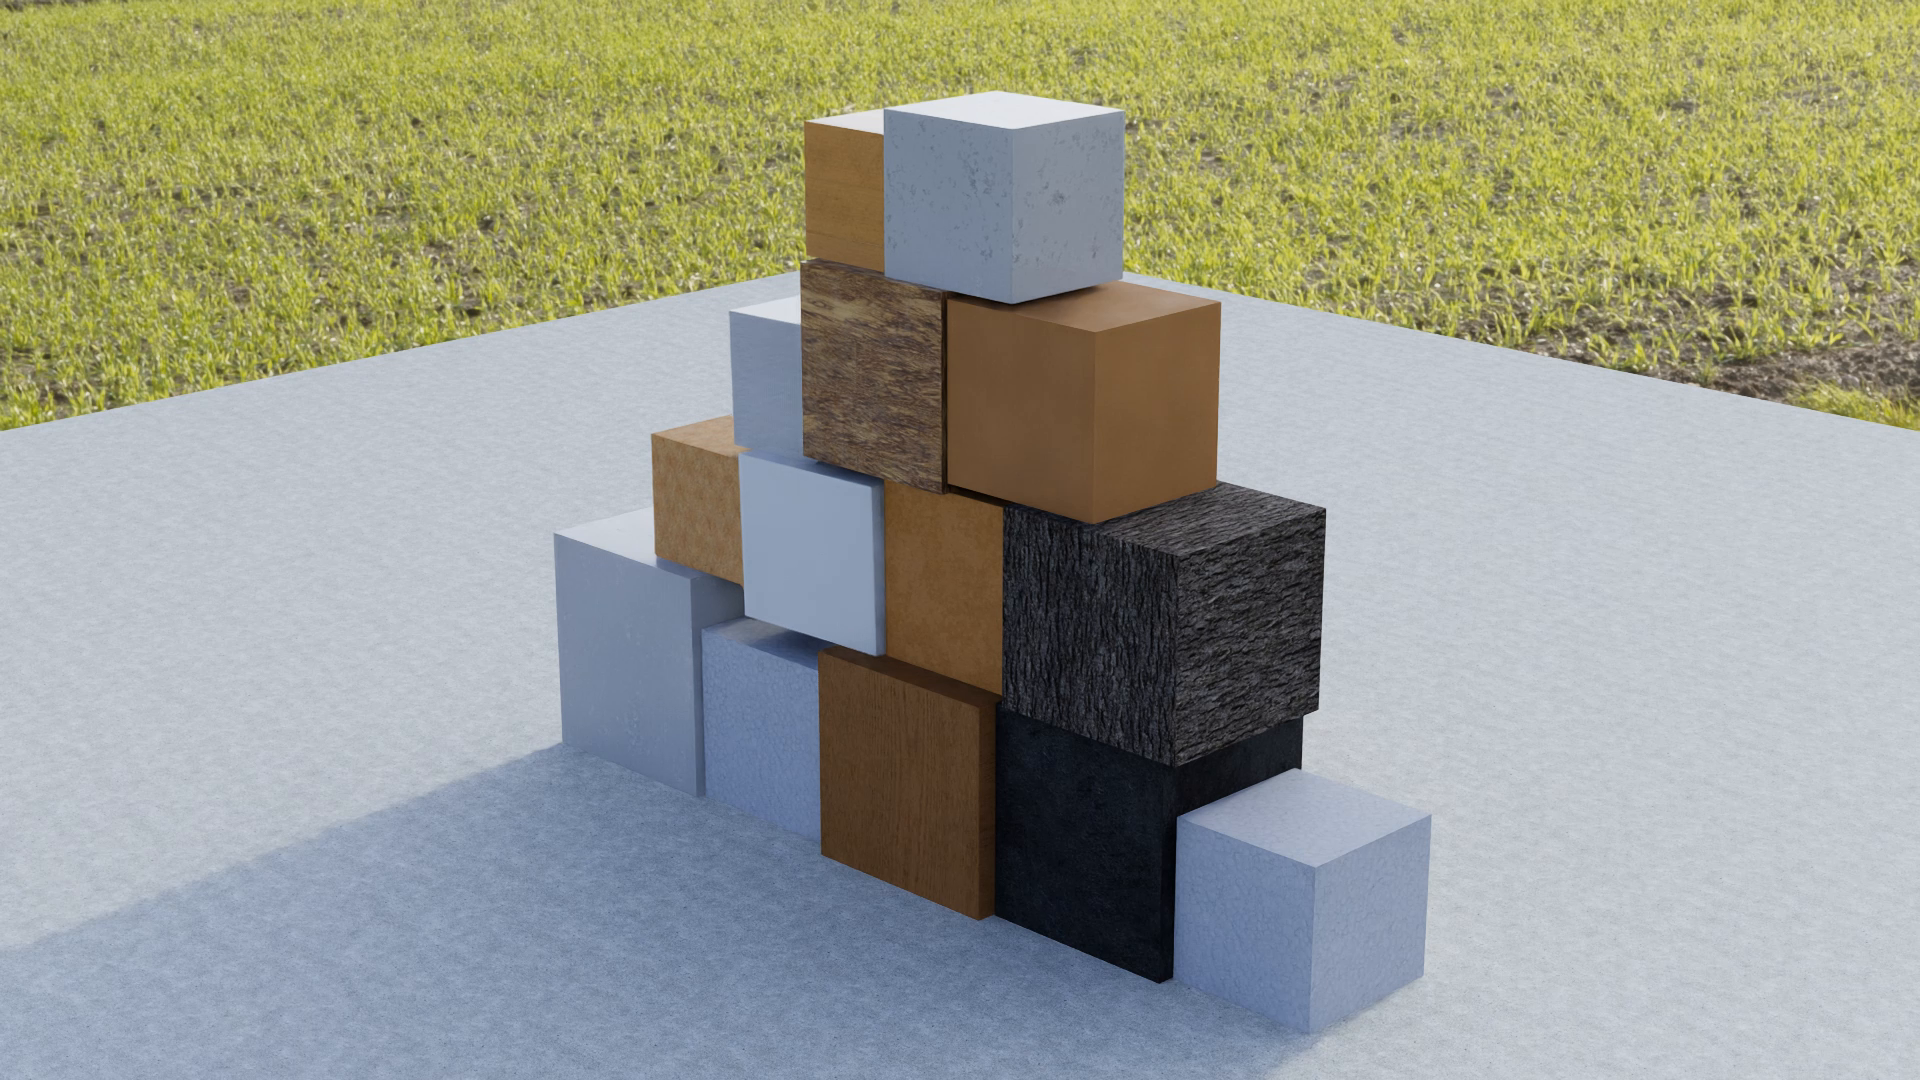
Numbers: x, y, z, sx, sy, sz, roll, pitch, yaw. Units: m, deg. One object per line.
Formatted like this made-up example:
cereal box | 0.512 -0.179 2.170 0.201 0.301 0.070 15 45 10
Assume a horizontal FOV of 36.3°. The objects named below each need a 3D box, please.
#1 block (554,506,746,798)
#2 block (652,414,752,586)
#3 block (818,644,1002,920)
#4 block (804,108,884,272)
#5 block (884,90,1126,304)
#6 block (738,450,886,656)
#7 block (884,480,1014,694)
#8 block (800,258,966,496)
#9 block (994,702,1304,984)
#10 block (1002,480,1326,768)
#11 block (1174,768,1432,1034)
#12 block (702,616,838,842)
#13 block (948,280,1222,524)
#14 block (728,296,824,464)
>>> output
block | -1.301 0.502 14.874 1.029 1.124 1.066 -17 24 -42
block | -0.992 -0.226 14.284 0.739 0.619 0.676 -17 24 -42
block | 0.116 0.977 13.556 1.126 1.007 1.033 -17 24 -42
block | -0.288 -1.574 13.127 0.579 0.607 0.566 -17 24 -42
block | 0.189 -1.492 12.648 0.692 0.735 0.772 -17 24 -42
block | -0.416 -0.026 13.766 0.824 0.794 0.904 -17 22 -42
block | 0.209 0.127 13.154 0.716 0.857 0.829 -17 24 -42
block | -0.098 -0.808 13.200 0.849 0.900 0.896 -17 24 -42
block | 0.823 1.194 12.867 0.920 1.007 0.968 -17 24 -42
block | 0.865 0.295 12.532 0.945 0.908 0.987 -17 24 -42
block | 1.436 1.502 12.332 0.777 0.740 0.731 -17 24 -42
block | -0.591 0.839 14.236 0.928 0.862 0.923 -17 24 -42
block | 0.528 -0.629 12.595 0.791 0.817 0.857 -17 24 -42
block | -0.653 -0.772 13.764 0.612 0.646 0.570 -17 22 -42
